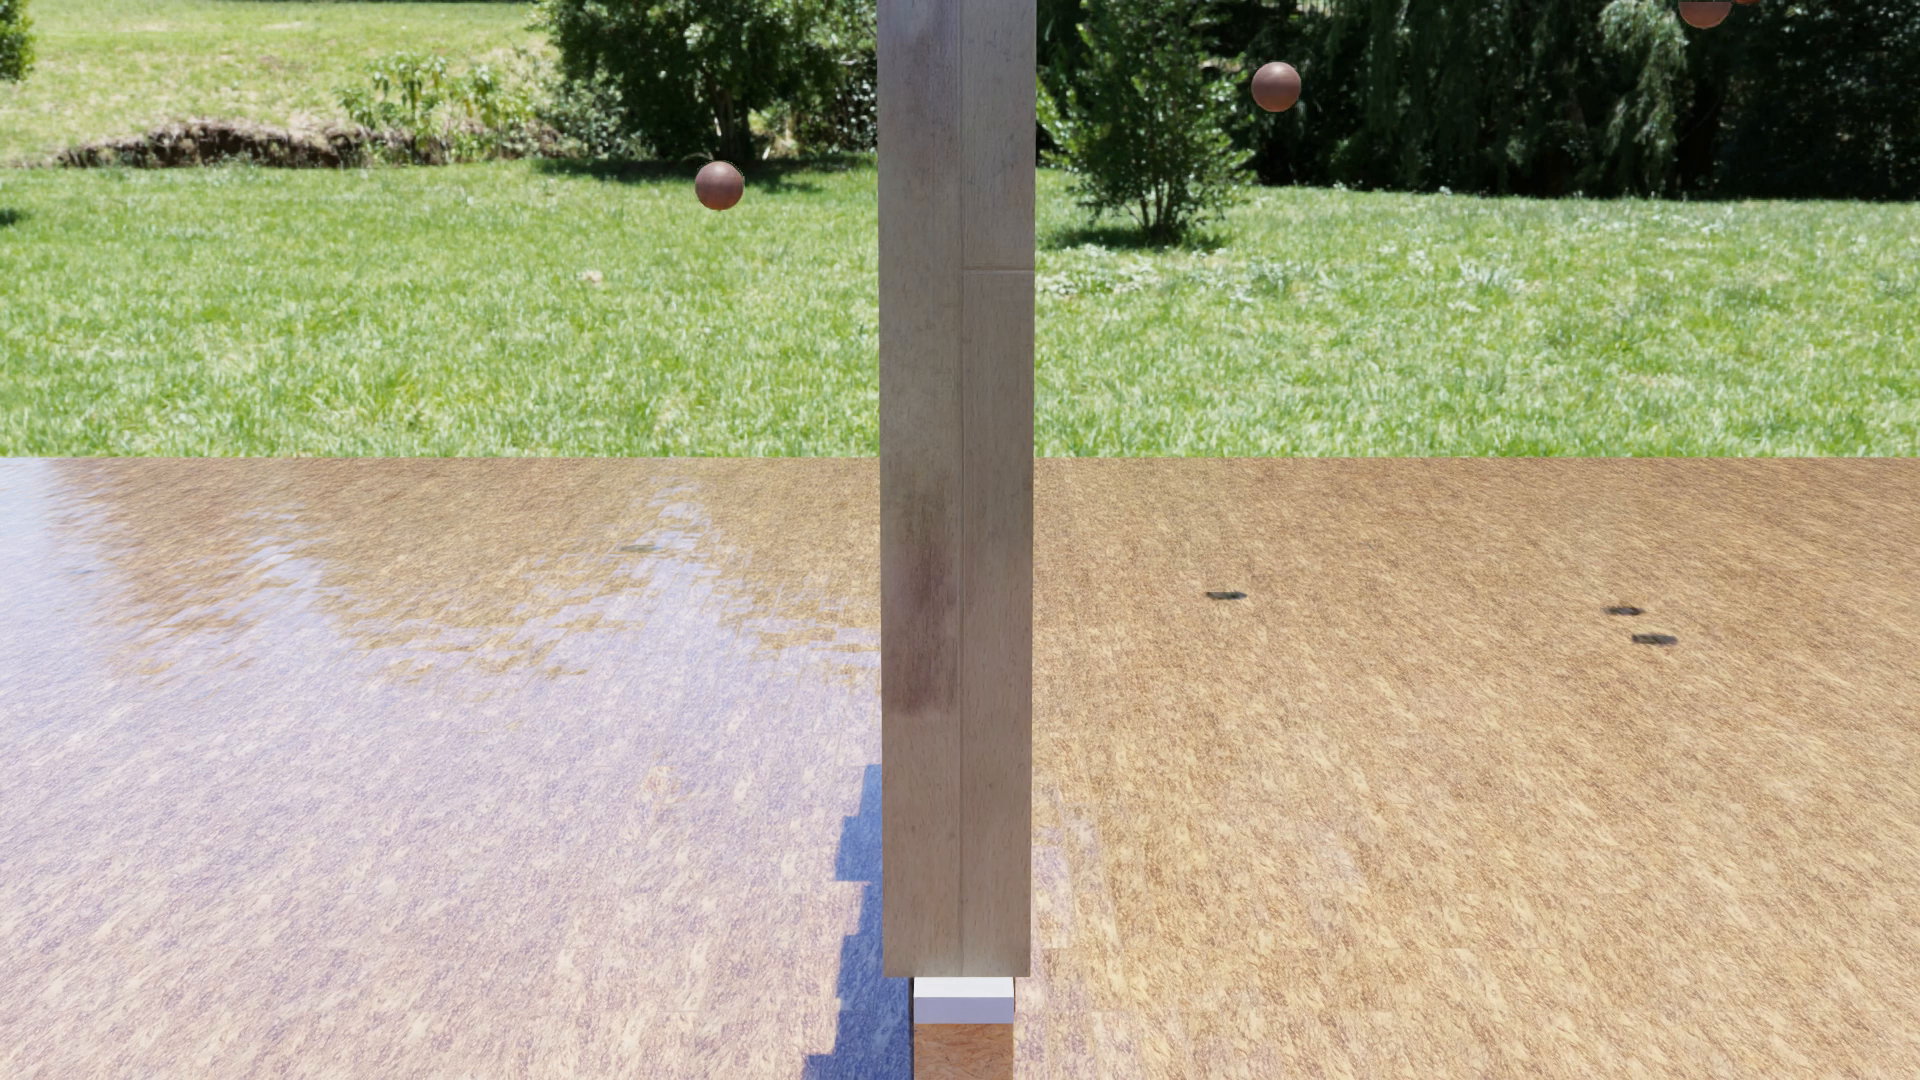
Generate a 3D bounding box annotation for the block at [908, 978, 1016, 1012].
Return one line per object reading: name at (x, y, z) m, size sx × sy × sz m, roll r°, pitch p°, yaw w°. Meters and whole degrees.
block at (0.003, 0.526, 3.169) m, size 0.154 × 0.309 × 0.044 m, roll 0°, pitch 11°, yaw 0°

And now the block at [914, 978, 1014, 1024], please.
block at (0.004, 0.524, 2.664) m, size 0.116 × 0.033 × 0.232 m, roll 0°, pitch 11°, yaw 0°

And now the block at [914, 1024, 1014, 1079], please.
block at (0.004, 0.668, 2.612) m, size 0.116 × 0.232 × 0.033 m, roll 0°, pitch 11°, yaw 0°

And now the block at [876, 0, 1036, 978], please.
block at (-0.004, -0.208, 2.495) m, size 0.175 × 1.467 × 0.049 m, roll 0°, pitch 11°, yaw 0°
